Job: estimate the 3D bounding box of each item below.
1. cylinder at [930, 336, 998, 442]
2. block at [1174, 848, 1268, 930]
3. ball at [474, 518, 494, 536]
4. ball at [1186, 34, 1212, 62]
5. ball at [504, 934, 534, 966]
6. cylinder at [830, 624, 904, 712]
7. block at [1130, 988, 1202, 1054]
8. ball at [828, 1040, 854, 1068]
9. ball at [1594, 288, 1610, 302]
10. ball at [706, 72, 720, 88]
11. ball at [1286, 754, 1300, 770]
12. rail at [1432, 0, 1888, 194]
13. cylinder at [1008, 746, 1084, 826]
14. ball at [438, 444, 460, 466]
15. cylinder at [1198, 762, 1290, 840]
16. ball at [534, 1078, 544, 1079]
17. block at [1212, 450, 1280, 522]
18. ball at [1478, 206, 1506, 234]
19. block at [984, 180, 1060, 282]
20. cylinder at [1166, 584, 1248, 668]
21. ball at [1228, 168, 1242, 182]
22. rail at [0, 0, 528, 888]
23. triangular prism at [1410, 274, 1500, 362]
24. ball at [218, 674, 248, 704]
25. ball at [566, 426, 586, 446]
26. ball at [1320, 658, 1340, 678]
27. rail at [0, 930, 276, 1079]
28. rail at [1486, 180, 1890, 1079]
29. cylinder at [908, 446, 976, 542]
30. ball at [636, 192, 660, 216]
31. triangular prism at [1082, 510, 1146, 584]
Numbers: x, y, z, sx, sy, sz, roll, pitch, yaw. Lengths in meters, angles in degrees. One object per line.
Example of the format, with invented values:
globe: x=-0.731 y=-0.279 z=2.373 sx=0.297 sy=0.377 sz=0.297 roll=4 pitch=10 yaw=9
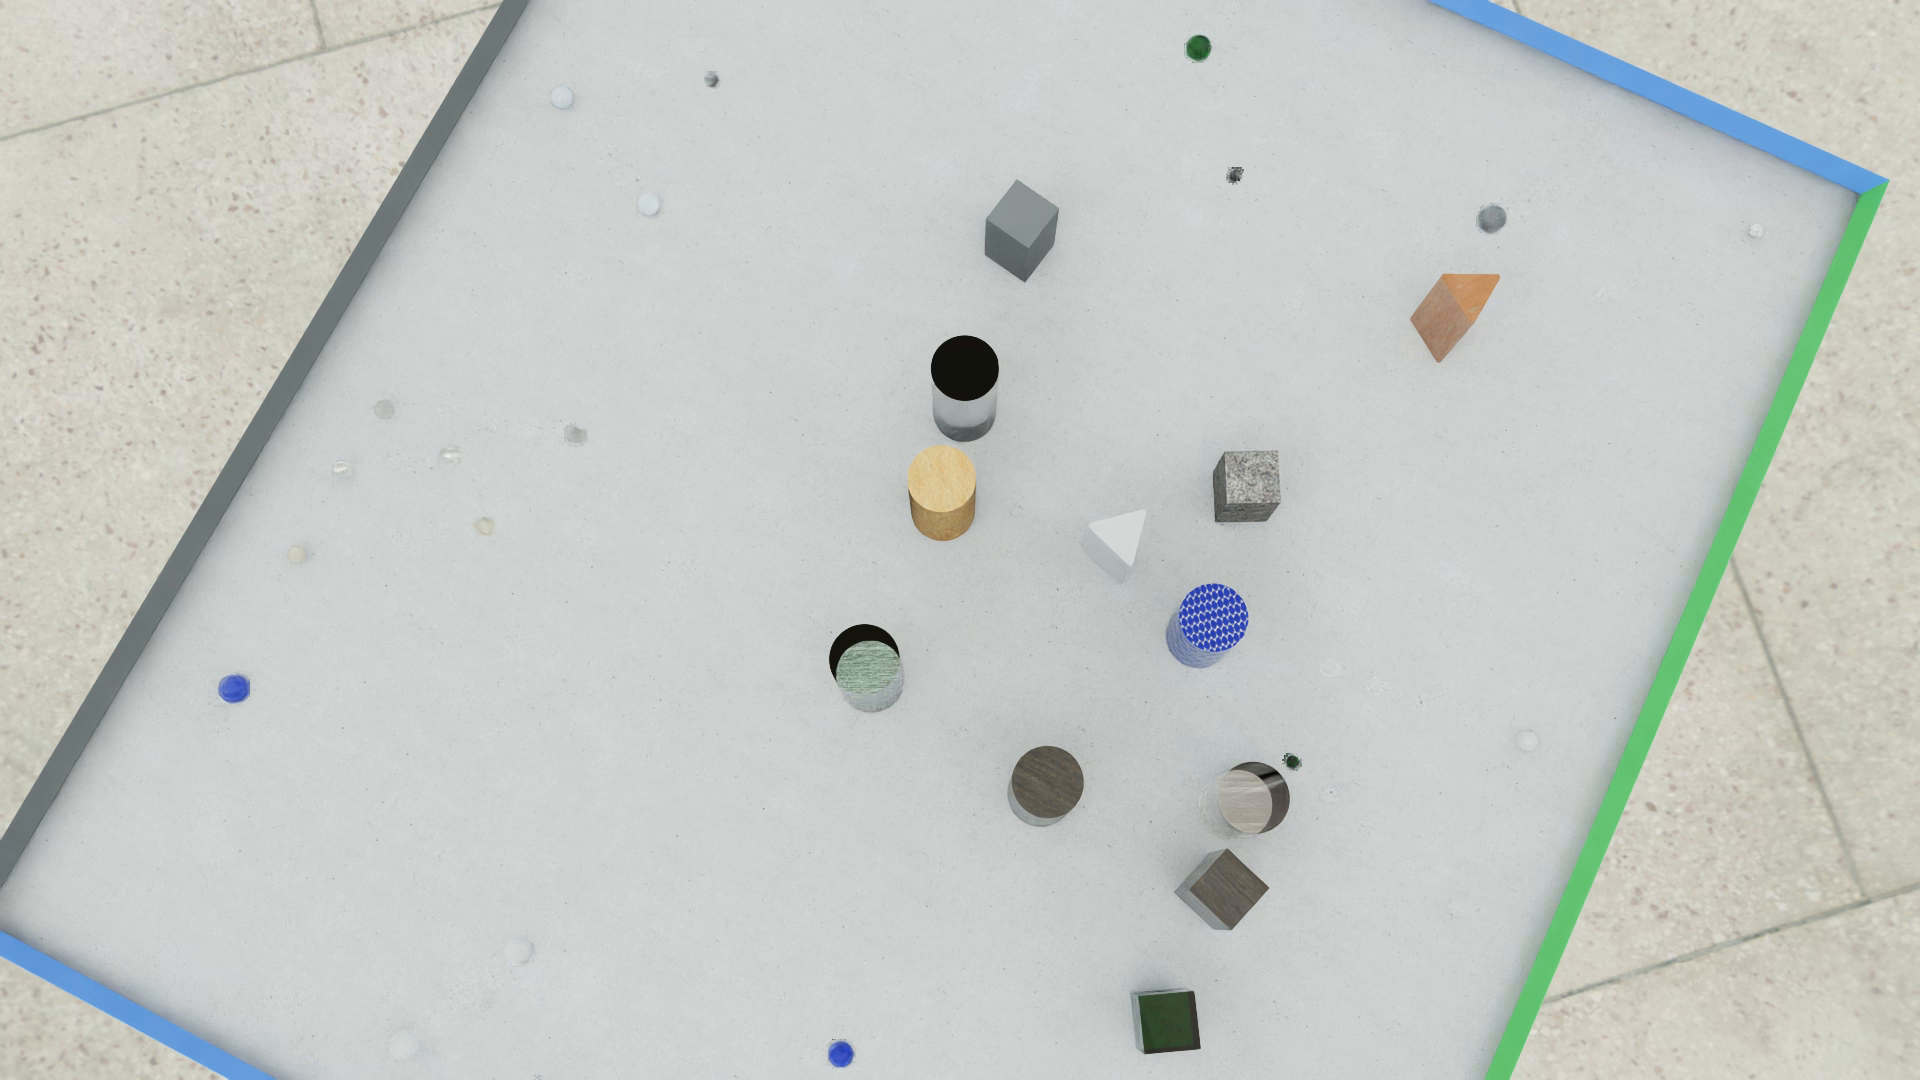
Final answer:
cylinder: x=0.014 y=-0.446 z=5.475 sx=0.197 sy=0.459 sz=0.197 roll=0 pitch=78 yaw=0
block: x=0.741 y=0.998 z=5.223 sx=0.158 sy=0.366 sz=0.158 roll=43 pitch=81 yaw=8
ball: x=-1.453 y=-0.039 z=5.596 sx=0.056 sy=0.056 sz=0.056 roll=0 pitch=78 yaw=0
ball: x=0.768 y=-1.586 z=5.902 sx=0.083 sy=0.083 sz=0.083 roll=0 pitch=78 yaw=0
ball: x=-1.281 y=1.191 z=5.325 sx=0.088 sy=0.088 sz=0.088 roll=0 pitch=78 yaw=0
cylinder: x=-0.265 y=0.376 z=5.304 sx=0.197 sy=0.460 sz=0.197 roll=0 pitch=78 yaw=0
block: x=0.582 y=1.364 z=5.208 sx=0.158 sy=0.248 sz=0.158 roll=-5 pitch=78 yaw=-1
ball: x=-0.343 y=1.480 z=5.271 sx=0.076 sy=0.076 sz=0.076 roll=0 pitch=78 yaw=0
ball: x=2.017 y=-0.768 z=5.752 sx=0.046 sy=0.046 sz=0.046 roll=0 pitch=78 yaw=0
ball: x=-0.797 y=-1.480 z=5.899 sx=0.046 sy=0.046 sz=0.046 roll=0 pitch=78 yaw=0
ball: x=0.990 y=0.662 z=5.457 sx=0.043 sy=0.043 sz=0.043 roll=0 pitch=78 yaw=0
rail: x=1.027 y=-2.004 z=5.965 sx=4.173 sy=0.128 sz=0.045 roll=26 pitch=80 yaw=5
cylinder: x=0.239 y=0.707 z=5.228 sx=0.197 sy=0.475 sz=0.197 roll=0 pitch=78 yaw=0
ball: x=-1.569 y=-0.261 z=5.638 sx=0.065 sy=0.065 sz=0.065 roll=0 pitch=78 yaw=0
cylinder: x=0.806 y=0.750 z=5.238 sx=0.197 sy=0.438 sz=0.197 roll=0 pitch=78 yaw=0
ball: x=-1.208 y=1.590 z=5.237 sx=0.099 sy=0.099 sz=0.099 roll=0 pitch=78 yaw=0
block: x=0.860 y=-0.159 z=5.516 sx=0.158 sy=0.262 sz=0.158 roll=-1 pitch=78 yaw=0
ball: x=1.679 y=-1.012 z=5.781 sx=0.088 sy=0.088 sz=0.088 roll=0 pitch=78 yaw=0
block: x=0.188 y=-0.951 z=5.658 sx=0.158 sy=0.305 sz=0.158 roll=36 pitch=81 yaw=7
cylinder: x=0.722 y=0.256 z=5.383 sx=0.197 sy=0.353 sz=0.197 roll=0 pitch=78 yaw=0
ball: x=0.878 y=-1.161 z=5.834 sx=0.044 sy=0.044 sz=0.044 roll=0 pitch=78 yaw=0
rail: x=-1.845 y=-0.897 z=5.736 sx=0.045 sy=0.128 sz=4.639 roll=26 pitch=80 yaw=5
triangular prism: x=1.478 y=-0.702 z=5.564 sx=0.148 sy=0.388 sz=0.171 roll=30 pitch=80 yaw=6
ball: x=-2.173 y=0.445 z=5.480 sx=0.087 sy=0.087 sz=0.087 roll=0 pitch=78 yaw=0
ball: x=-1.185 y=-0.322 z=5.652 sx=0.061 sy=0.061 sz=0.061 roll=0 pitch=78 yaw=0
ball: x=1.110 y=0.385 z=5.507 sx=0.059 sy=0.059 sz=0.059 roll=0 pitch=78 yaw=0
rail: x=-1.027 y=2.018 z=5.132 sx=4.173 sy=0.128 sz=0.045 roll=26 pitch=80 yaw=5
rail: x=1.845 y=0.910 z=5.362 sx=0.045 sy=0.128 sz=4.639 roll=26 pitch=80 yaw=5
cylinder: x=-0.052 y=-0.134 z=5.436 sx=0.197 sy=0.408 sz=0.197 roll=0 pitch=78 yaw=0
ball: x=-0.988 y=-1.060 z=5.798 sx=0.075 sy=0.075 sz=0.075 roll=0 pitch=78 yaw=0
triangular prism: x=0.485 y=-0.004 z=5.458 sx=0.148 sy=0.312 sz=0.171 roll=-44 pitch=82 yaw=-8
